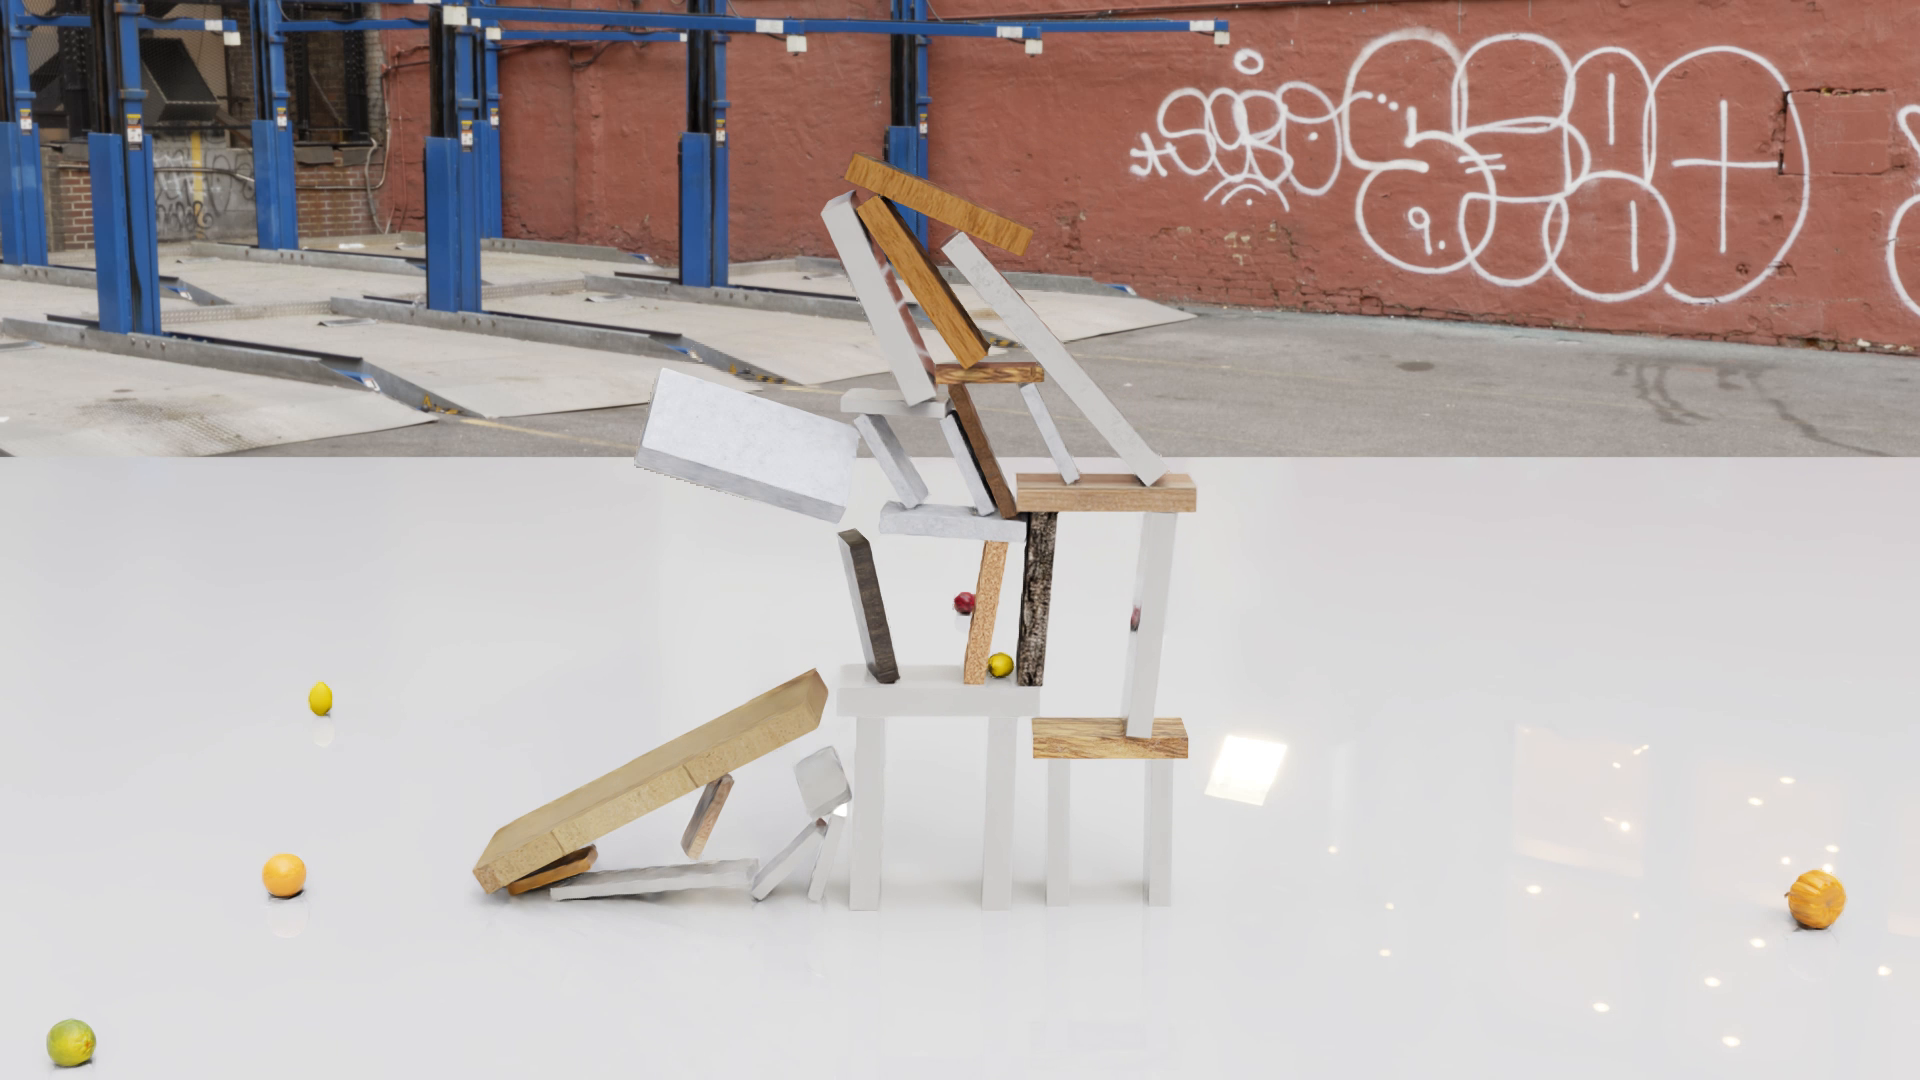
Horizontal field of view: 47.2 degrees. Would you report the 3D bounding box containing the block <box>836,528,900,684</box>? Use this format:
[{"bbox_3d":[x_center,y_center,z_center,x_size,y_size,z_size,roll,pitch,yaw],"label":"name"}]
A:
[{"bbox_3d":[-0.150,0.106,3.580,0.033,0.234,0.117,-15,13,-10],"label":"block"}]

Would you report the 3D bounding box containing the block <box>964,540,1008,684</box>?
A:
[{"bbox_3d":[0.041,0.106,3.581,0.033,0.234,0.117,9,10,-2],"label":"block"}]

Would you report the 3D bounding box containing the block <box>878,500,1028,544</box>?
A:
[{"bbox_3d":[-0.009,-0.030,3.560,0.234,0.033,0.117,4,10,3],"label":"block"}]

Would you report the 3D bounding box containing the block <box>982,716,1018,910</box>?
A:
[{"bbox_3d":[0.065,0.429,3.639,0.046,0.326,0.163,2,11,0],"label":"block"}]

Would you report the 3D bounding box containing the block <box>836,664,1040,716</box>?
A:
[{"bbox_3d":[-0.035,0.246,3.605,0.326,0.046,0.163,0,11,-1],"label":"block"}]

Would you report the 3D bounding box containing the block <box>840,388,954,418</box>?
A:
[{"bbox_3d":[-0.100,-0.221,3.545,0.169,0.024,0.085,4,15,9],"label":"block"}]

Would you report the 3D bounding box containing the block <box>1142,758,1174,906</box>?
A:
[{"bbox_3d":[0.328,0.466,3.647,0.036,0.251,0.126,0,11,0],"label":"block"}]

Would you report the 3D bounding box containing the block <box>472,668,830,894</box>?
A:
[{"bbox_3d":[-0.506,0.395,3.613,0.627,0.047,0.166,-27,13,10],"label":"block"}]

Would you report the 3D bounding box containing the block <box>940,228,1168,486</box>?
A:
[{"bbox_3d":[0.149,-0.294,3.504,0.043,0.496,0.151,-41,9,6],"label":"block"}]

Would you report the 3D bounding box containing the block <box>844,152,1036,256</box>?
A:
[{"bbox_3d":[-0.029,-0.530,3.463,0.301,0.043,0.151,23,11,-1],"label":"block"}]

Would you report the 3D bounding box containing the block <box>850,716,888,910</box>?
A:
[{"bbox_3d":[-0.150,0.429,3.638,0.046,0.326,0.163,2,10,-1],"label":"block"}]

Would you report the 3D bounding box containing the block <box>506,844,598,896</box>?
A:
[{"bbox_3d":[-0.683,0.553,3.685,0.144,0.020,0.072,-19,9,5],"label":"block"}]

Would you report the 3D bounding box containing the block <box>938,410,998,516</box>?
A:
[{"bbox_3d":[0.016,-0.126,3.552,0.024,0.169,0.085,-23,6,11],"label":"block"}]

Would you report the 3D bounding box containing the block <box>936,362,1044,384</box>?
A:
[{"bbox_3d":[0.047,-0.267,3.507,0.170,0.024,0.085,-1,11,1],"label":"block"}]

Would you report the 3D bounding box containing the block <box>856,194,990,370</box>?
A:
[{"bbox_3d":[-0.057,-0.413,3.488,0.043,0.301,0.151,-34,8,8],"label":"block"}]

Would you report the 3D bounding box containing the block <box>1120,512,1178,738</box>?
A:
[{"bbox_3d":[0.307,0.125,3.586,0.040,0.369,0.142,6,10,-1],"label":"block"}]

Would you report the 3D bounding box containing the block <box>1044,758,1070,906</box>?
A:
[{"bbox_3d":[0.161,0.466,3.647,0.036,0.251,0.126,0,11,0],"label":"block"}]

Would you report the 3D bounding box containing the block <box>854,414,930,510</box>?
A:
[{"bbox_3d":[-0.110,-0.134,3.569,0.024,0.169,0.085,-30,5,15],"label":"block"}]

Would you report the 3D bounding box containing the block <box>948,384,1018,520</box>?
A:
[{"bbox_3d":[0.037,-0.147,3.530,0.024,0.227,0.085,-23,9,5],"label":"block"}]

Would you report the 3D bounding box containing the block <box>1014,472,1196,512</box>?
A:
[{"bbox_3d":[0.232,-0.077,3.549,0.283,0.040,0.142,0,11,0],"label":"block"}]

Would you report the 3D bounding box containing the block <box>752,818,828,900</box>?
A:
[{"bbox_3d":[-0.284,0.529,3.658,0.153,0.022,0.076,-44,8,7],"label":"block"}]

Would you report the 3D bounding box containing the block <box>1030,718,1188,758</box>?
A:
[{"bbox_3d":[0.244,0.325,3.621,0.251,0.036,0.126,0,11,0],"label":"block"}]

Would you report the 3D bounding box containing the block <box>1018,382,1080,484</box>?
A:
[{"bbox_3d":[0.143,-0.176,3.524,0.024,0.170,0.085,-26,9,5],"label":"block"}]

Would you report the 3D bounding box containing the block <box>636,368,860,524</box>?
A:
[{"bbox_3d":[-0.331,-0.149,3.474,0.331,0.047,0.166,17,51,-11],"label":"block"}]

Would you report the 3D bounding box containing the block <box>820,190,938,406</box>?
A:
[{"bbox_3d":[-0.124,-0.386,3.491,0.047,0.331,0.166,-23,14,7],"label":"block"}]

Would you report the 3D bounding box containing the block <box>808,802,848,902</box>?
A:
[{"bbox_3d":[-0.220,0.515,3.654,0.022,0.153,0.077,16,10,-4],"label":"block"}]

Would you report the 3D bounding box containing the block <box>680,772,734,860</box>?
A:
[{"bbox_3d":[-0.417,0.449,3.620,0.020,0.144,0.072,24,2,-19],"label":"block"}]

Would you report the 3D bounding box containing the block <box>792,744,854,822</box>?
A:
[{"bbox_3d":[-0.230,0.405,3.678,0.077,0.022,0.153,-31,28,1],"label":"block"}]

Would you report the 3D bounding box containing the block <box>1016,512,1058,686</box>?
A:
[{"bbox_3d":[0.124,0.082,3.579,0.040,0.283,0.142,4,10,-1],"label":"block"}]

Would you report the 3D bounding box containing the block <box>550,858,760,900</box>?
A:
[{"bbox_3d":[-0.504,0.560,3.635,0.341,0.020,0.072,-7,9,12],"label":"block"}]
